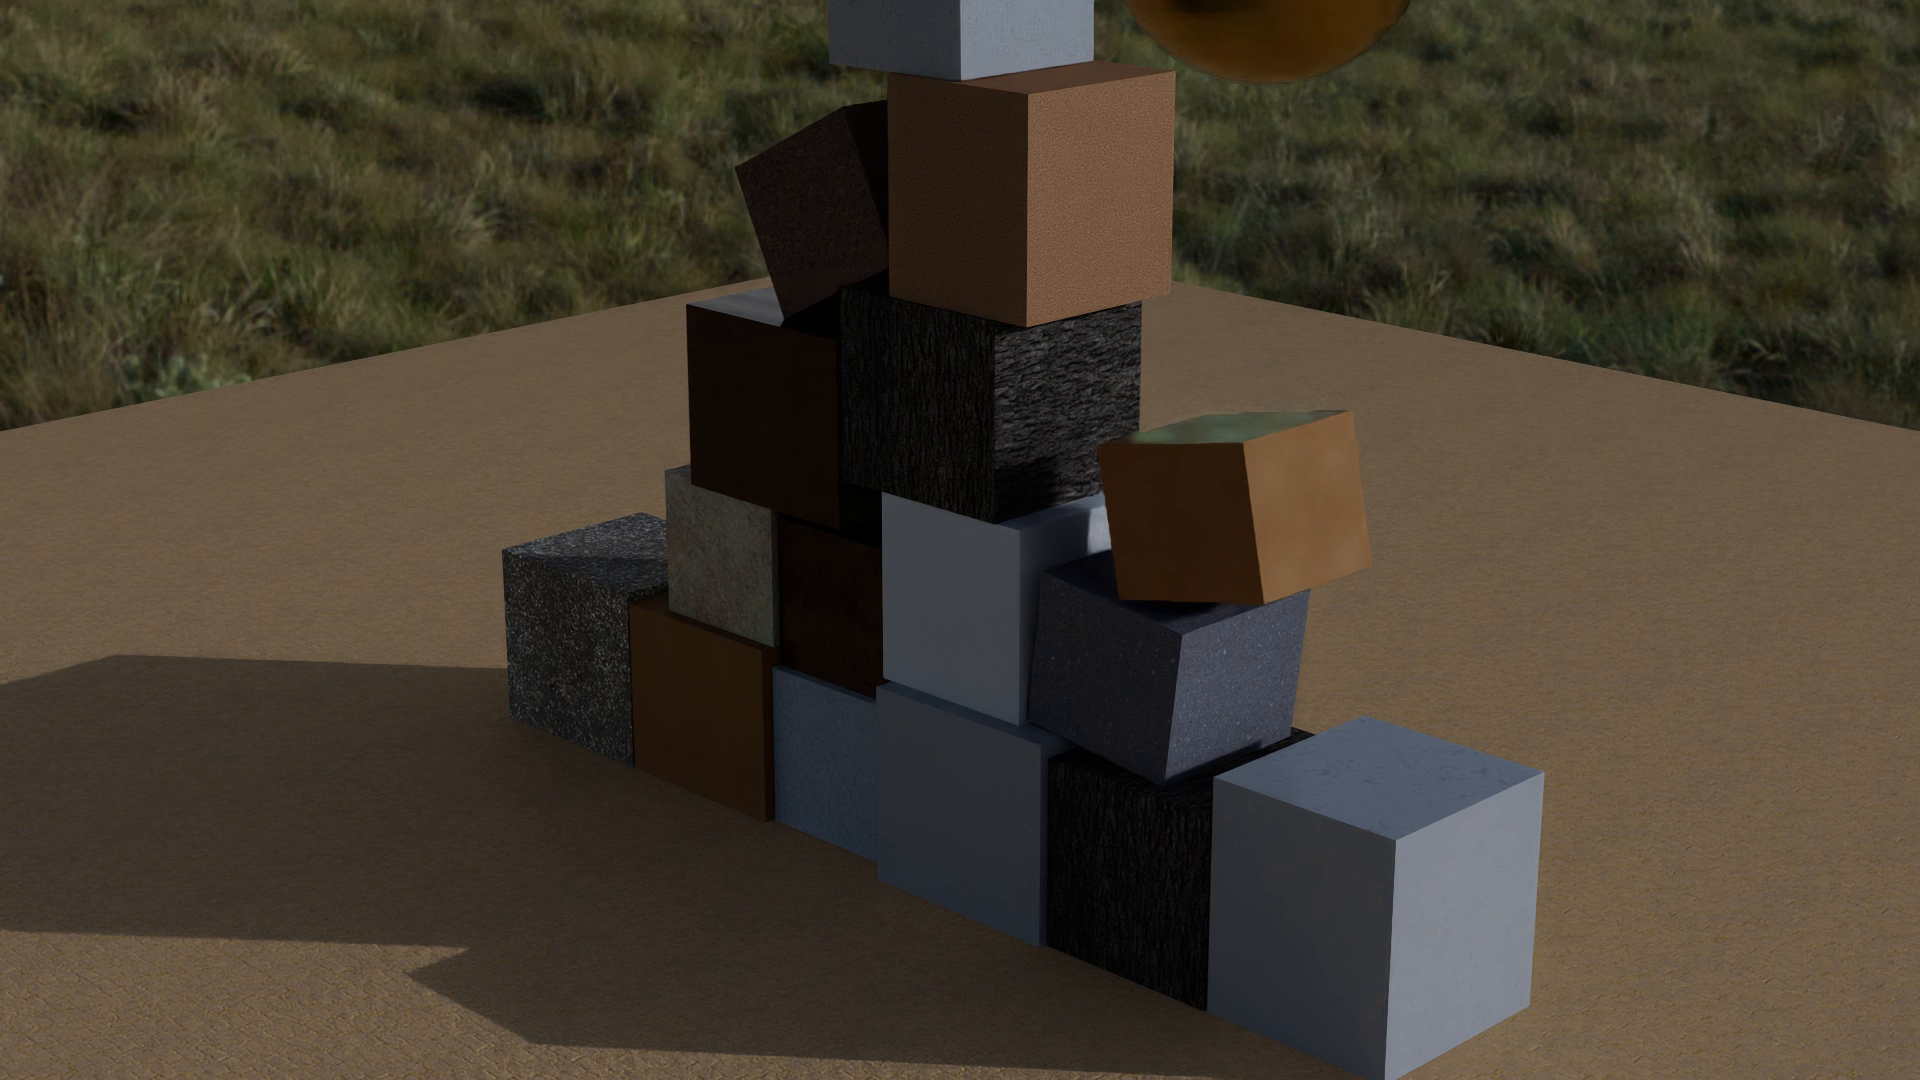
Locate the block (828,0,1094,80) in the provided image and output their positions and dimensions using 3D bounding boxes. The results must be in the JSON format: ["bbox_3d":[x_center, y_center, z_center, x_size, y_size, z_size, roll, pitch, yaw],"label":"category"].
[{"bbox_3d":[0.002,-2.414,12.594,0.813,0.721,0.807,-17,23,-42],"label":"block"}]

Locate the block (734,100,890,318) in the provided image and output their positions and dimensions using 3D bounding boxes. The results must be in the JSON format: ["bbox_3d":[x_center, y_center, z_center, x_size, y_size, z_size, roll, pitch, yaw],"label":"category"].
[{"bbox_3d":[-0.400,-1.524,13.296,0.722,0.726,0.818,-17,-2,-42],"label":"block"}]

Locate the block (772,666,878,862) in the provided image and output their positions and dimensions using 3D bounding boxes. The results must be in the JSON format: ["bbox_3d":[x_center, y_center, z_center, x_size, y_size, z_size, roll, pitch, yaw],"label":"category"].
[{"bbox_3d":[-0.293,0.973,13.950,0.834,0.778,0.844,-17,24,-42],"label":"block"}]

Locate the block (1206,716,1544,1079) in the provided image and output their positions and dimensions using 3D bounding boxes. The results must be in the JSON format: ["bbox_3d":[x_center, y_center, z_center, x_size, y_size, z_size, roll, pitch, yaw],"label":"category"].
[{"bbox_3d":[1.695,1.445,12.003,0.992,1.045,0.912,-17,24,-42],"label":"block"}]

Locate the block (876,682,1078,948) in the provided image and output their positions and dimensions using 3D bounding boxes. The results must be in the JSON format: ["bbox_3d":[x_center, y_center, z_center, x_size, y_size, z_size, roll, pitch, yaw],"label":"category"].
[{"bbox_3d":[0.364,1.098,13.285,1.076,0.939,1.016,-17,24,-42],"label":"block"}]

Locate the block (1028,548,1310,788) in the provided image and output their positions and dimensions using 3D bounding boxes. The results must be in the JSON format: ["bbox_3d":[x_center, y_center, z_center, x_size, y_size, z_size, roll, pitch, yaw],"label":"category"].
[{"bbox_3d":[0.890,0.492,12.563,0.829,0.698,0.791,-17,31,-42],"label":"block"}]

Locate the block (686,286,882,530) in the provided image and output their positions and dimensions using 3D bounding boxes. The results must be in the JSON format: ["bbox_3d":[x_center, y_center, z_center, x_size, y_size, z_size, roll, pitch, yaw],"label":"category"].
[{"bbox_3d":[-0.572,-0.671,13.736,0.952,0.876,1.034,-17,24,-42],"label":"block"}]

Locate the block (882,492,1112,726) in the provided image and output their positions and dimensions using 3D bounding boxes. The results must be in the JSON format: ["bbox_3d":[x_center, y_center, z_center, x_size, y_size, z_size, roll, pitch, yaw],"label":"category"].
[{"bbox_3d":[0.276,0.195,13.123,0.911,0.881,0.849,-17,24,-42],"label":"block"}]

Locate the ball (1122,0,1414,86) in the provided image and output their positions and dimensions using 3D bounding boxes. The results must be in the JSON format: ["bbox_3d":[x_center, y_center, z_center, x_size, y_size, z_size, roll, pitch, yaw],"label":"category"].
[{"bbox_3d":[1.467,-2.973,13.945,1.600,1.600,1.600,0,17,0],"label":"ball"}]

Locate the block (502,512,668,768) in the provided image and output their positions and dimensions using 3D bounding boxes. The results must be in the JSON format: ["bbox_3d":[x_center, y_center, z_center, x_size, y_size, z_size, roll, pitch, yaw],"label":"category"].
[{"bbox_3d":[-1.675,0.496,15.229,0.925,0.921,1.023,-17,24,-42],"label":"block"}]

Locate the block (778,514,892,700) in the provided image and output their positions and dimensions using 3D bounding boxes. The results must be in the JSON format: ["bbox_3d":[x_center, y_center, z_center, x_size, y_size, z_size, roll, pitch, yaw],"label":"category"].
[{"bbox_3d":[-0.305,0.245,13.753,0.760,0.730,0.781,-17,24,-42],"label":"block"}]

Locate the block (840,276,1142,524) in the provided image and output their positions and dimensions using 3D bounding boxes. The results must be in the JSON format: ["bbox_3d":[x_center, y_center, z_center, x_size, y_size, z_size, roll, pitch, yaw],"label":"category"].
[{"bbox_3d":[0.135,-0.686,12.986,0.922,0.882,0.952,-17,24,-42],"label":"block"}]

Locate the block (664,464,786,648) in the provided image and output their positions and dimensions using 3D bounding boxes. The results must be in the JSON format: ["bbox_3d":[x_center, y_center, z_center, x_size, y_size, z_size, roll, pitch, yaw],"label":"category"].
[{"bbox_3d":[-0.854,-0.004,14.262,0.841,0.712,0.768,-17,24,-42],"label":"block"}]

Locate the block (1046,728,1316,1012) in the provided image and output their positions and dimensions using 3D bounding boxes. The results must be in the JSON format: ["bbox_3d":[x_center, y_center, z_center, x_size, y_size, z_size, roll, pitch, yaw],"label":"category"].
[{"bbox_3d":[1.056,1.332,12.652,1.024,0.873,0.895,-17,24,-42],"label":"block"}]

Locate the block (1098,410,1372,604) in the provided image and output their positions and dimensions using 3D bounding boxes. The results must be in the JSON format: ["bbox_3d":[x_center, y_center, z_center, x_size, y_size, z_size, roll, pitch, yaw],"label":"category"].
[{"bbox_3d":[1.133,-0.142,12.087,0.699,0.653,0.788,-17,12,-42],"label":"block"}]

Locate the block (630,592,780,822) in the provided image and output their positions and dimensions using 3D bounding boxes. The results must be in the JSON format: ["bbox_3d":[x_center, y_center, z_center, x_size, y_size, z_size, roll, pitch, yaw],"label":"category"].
[{"bbox_3d":[-0.936,0.729,14.571,0.977,0.872,0.987,-17,24,-42],"label":"block"}]

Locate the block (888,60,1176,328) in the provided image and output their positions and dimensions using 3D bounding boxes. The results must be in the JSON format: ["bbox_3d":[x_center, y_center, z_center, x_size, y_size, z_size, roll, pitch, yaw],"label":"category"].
[{"bbox_3d":[0.305,-1.523,12.569,0.906,0.965,0.823,-17,24,-42],"label":"block"}]
